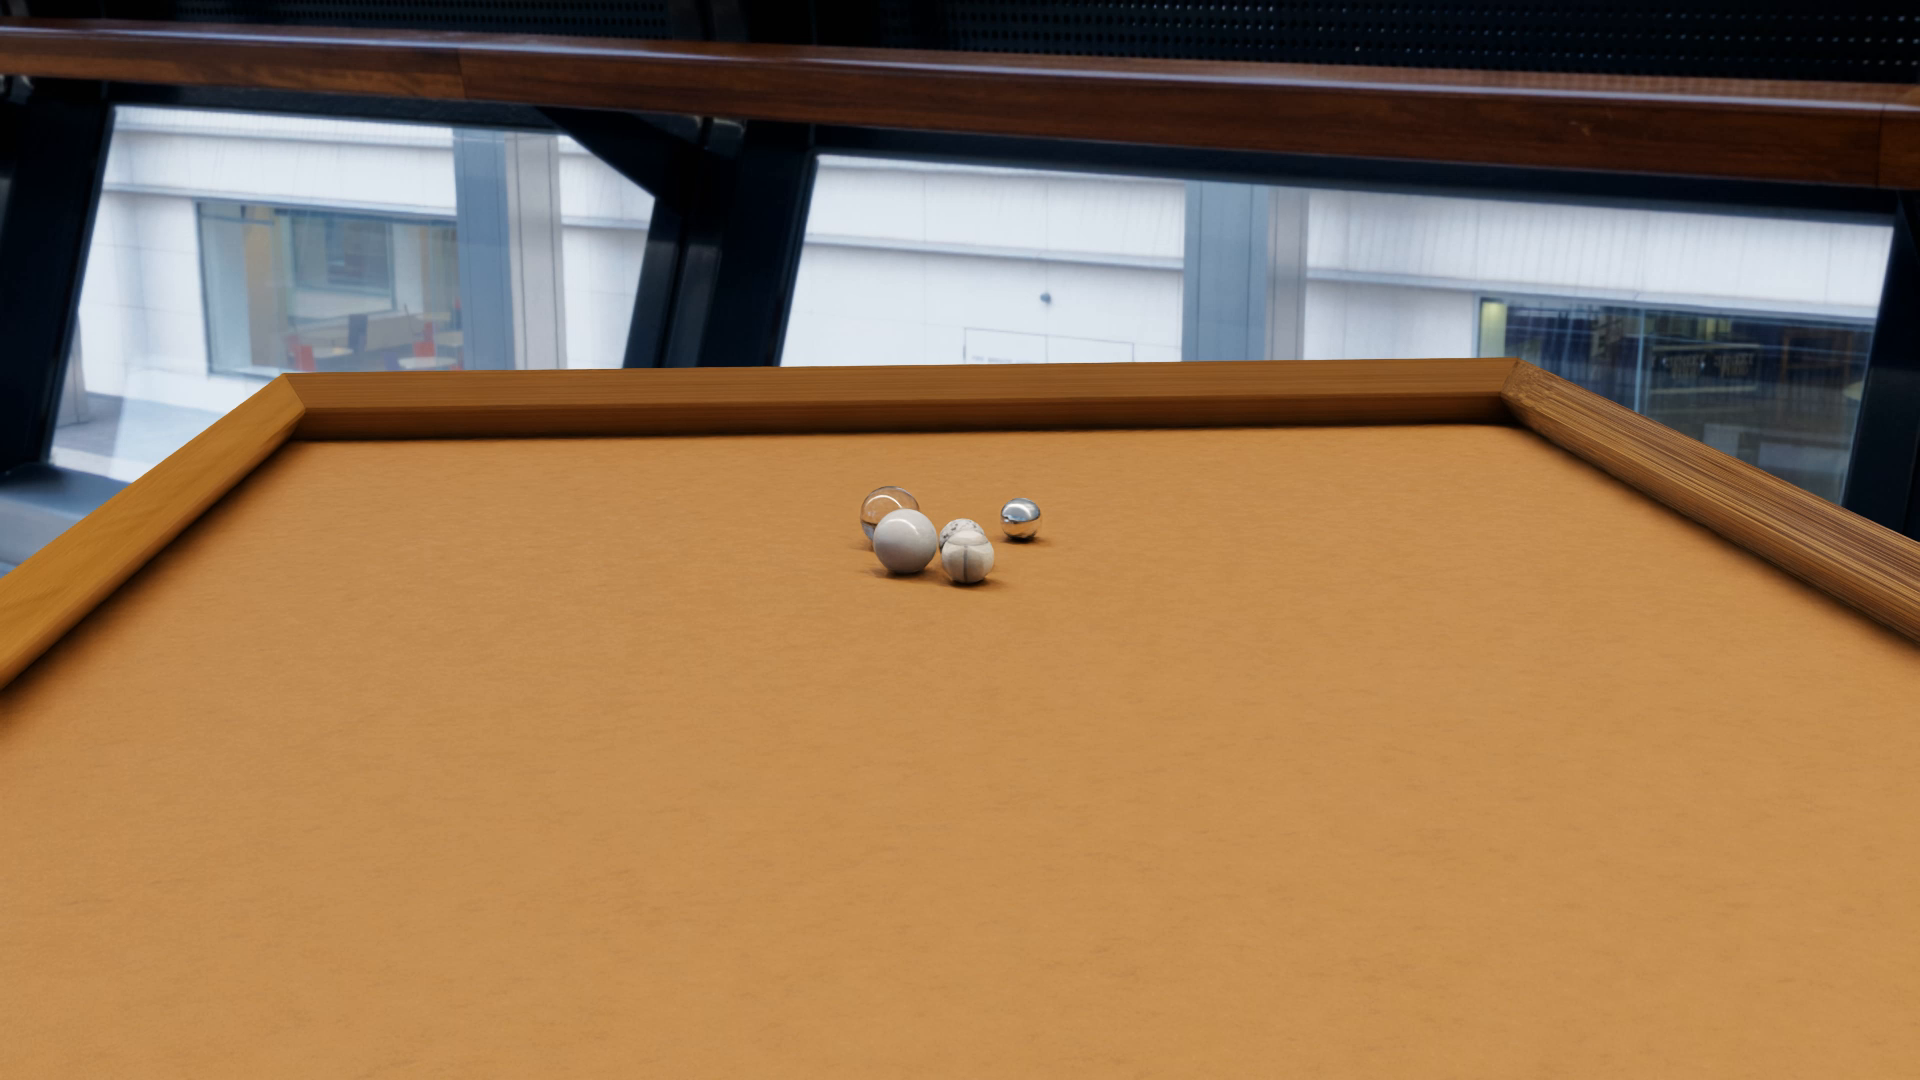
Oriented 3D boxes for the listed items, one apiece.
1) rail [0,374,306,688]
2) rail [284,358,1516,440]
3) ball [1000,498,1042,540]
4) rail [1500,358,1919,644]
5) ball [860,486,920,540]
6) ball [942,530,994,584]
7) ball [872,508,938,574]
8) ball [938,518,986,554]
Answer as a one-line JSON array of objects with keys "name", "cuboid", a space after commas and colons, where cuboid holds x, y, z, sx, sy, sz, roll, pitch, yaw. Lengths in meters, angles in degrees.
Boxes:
[{"name": "rail", "cuboid": [-1.012, 0.236, 1.932, 0.045, 0.119, 4.094, -1, 13, -5]}, {"name": "rail", "cuboid": [-0.082, -0.254, 3.980, 2.245, 0.119, 0.045, -1, 13, -5]}, {"name": "ball", "cuboid": [0.088, -0.030, 3.171, 0.062, 0.062, 0.062, 0, 13, 0]}, {"name": "rail", "cuboid": [1.179, 0.194, 2.106, 0.045, 0.119, 4.094, -1, 13, -5]}, {"name": "ball", "cuboid": [-0.099, -0.033, 3.129, 0.088, 0.088, 0.088, 0, 13, 0]}, {"name": "ball", "cuboid": [0.010, 0.022, 2.931, 0.071, 0.071, 0.071, 0, 13, 0]}, {"name": "ball", "cuboid": [-0.074, 0.002, 2.981, 0.088, 0.088, 0.088, 0, 13, 0]}, {"name": "ball", "cuboid": [0.003, 0.004, 3.019, 0.067, 0.067, 0.067, 0, 13, 0]}]
